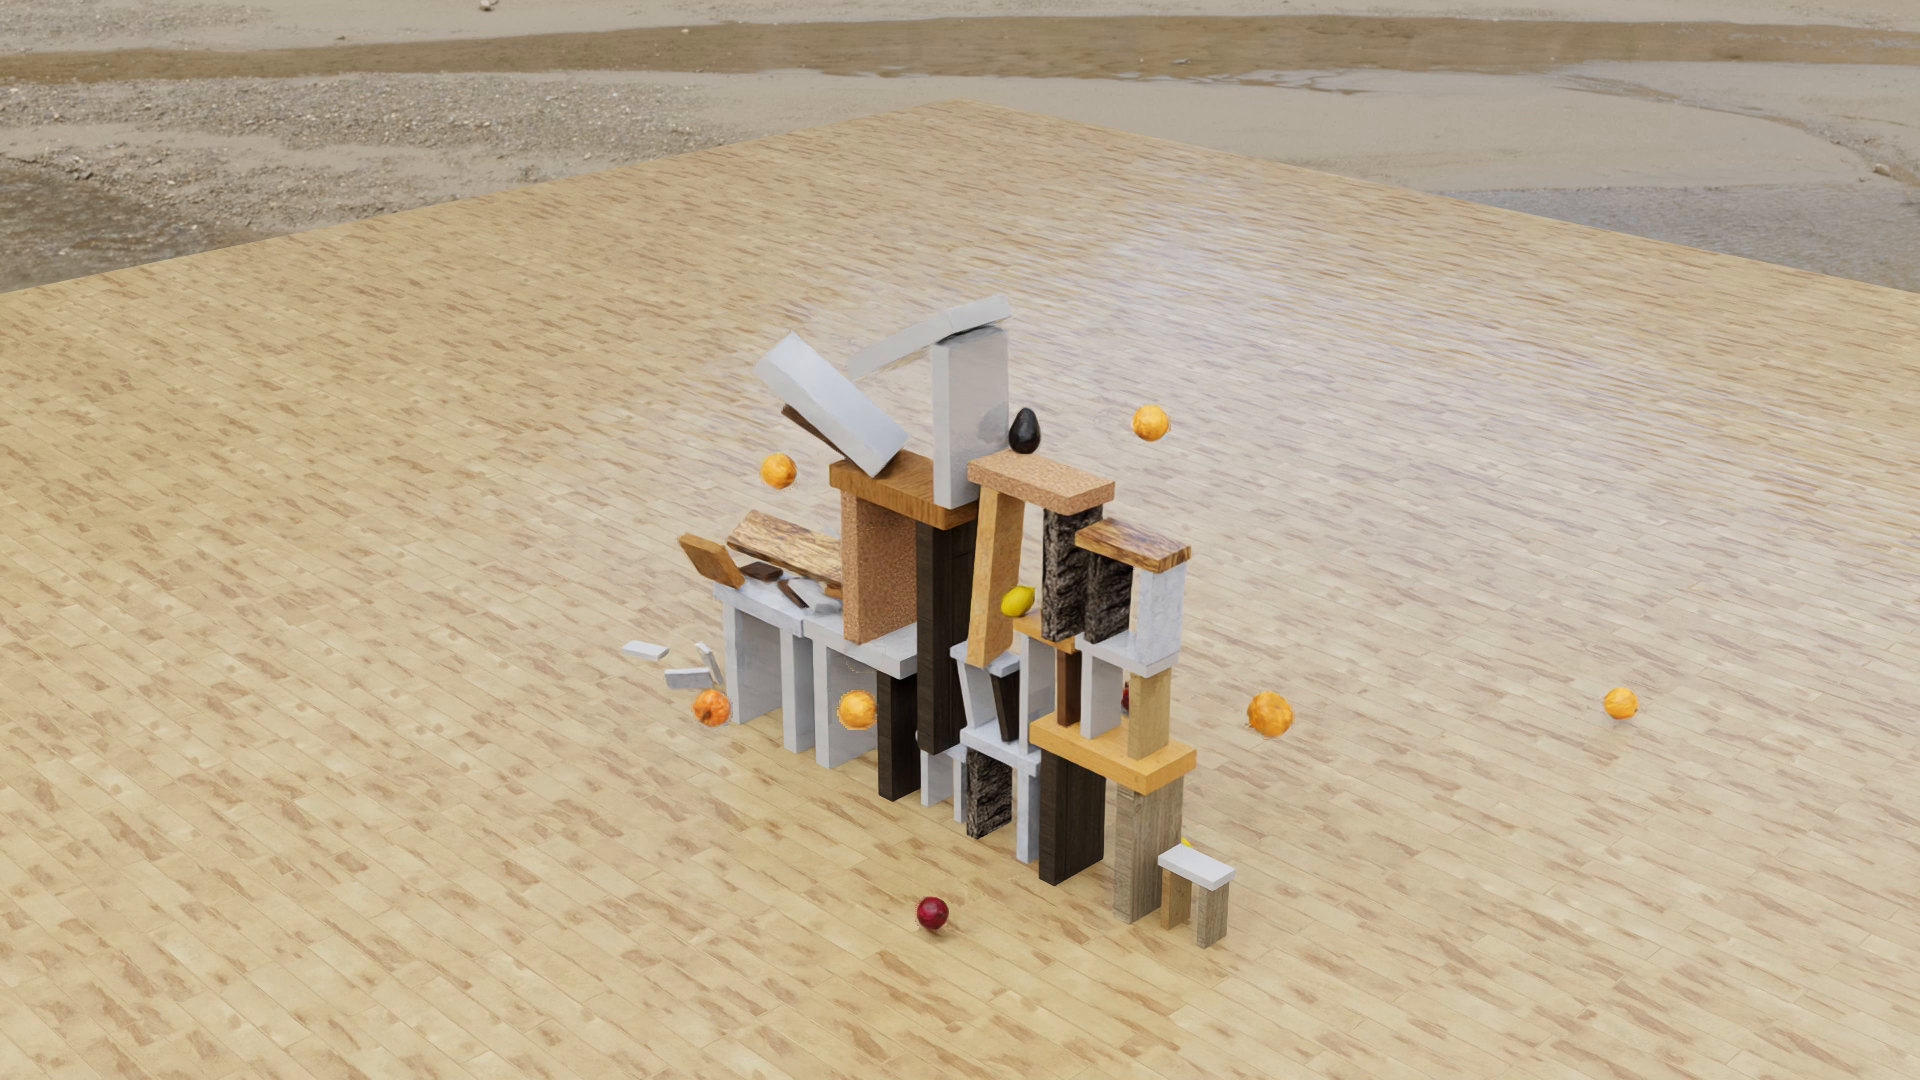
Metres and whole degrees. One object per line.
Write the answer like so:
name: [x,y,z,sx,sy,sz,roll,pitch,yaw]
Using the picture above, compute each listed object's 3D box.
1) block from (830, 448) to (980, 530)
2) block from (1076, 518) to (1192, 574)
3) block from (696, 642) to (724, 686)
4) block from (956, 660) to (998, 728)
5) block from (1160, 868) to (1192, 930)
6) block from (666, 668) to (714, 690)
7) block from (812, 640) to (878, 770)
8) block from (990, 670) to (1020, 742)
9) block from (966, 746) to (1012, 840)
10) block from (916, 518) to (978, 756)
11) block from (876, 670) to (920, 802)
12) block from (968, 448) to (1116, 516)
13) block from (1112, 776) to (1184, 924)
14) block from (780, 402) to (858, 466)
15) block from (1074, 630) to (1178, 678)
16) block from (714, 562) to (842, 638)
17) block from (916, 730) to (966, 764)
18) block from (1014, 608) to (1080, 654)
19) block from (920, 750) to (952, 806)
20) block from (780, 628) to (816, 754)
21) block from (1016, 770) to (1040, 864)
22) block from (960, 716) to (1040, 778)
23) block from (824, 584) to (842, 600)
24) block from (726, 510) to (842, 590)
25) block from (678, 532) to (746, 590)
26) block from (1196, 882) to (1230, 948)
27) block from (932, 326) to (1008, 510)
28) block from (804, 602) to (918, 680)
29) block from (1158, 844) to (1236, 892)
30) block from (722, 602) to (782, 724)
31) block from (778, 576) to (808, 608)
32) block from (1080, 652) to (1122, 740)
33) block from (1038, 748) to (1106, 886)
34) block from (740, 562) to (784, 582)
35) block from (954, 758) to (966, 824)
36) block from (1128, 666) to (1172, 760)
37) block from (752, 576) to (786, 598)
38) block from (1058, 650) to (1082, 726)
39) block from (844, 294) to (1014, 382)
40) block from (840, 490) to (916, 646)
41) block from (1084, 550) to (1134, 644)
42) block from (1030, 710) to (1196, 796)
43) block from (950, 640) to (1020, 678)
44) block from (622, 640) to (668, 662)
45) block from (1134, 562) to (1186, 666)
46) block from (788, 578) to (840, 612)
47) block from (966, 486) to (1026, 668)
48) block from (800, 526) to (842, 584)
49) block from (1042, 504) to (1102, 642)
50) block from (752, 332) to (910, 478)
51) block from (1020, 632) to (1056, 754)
block: [-0.086,-0.106,4.280,0.162,0.046,0.323,-21,31,-40]
block: [0.305,0.009,3.884,0.186,0.026,0.093,20,30,39]
block: [-0.566,0.279,4.973,0.014,0.099,0.050,-34,42,-21]
block: [0.034,0.291,4.314,0.019,0.136,0.068,2,17,44]
block: [0.400,0.651,4.062,0.018,0.129,0.064,21,31,41]
block: [-0.607,0.311,4.930,0.099,0.049,0.014,-3,41,7]
block: [-0.238,0.324,4.626,0.041,0.289,0.144,21,31,41]
block: [0.099,0.315,4.257,0.019,0.136,0.068,2,17,44]
block: [0.059,0.485,4.362,0.100,0.200,0.028,-21,31,-41]
block: [-0.011,0.171,4.313,0.162,0.491,0.046,-21,31,-40]
block: [-0.102,0.378,4.501,0.041,0.289,0.144,21,31,41]
block: [0.148,-0.109,4.041,0.126,0.036,0.252,-19,30,-42]
block: [0.350,0.557,4.082,0.040,0.285,0.143,21,31,41]
block: [-0.252,-0.223,4.343,0.192,0.027,0.096,34,28,2]
block: [0.301,0.198,3.983,0.087,0.025,0.174,-21,31,-40]
block: [-0.381,0.126,4.689,0.283,0.040,0.141,21,31,41]
block: [-0.014,0.404,4.418,0.071,0.020,0.142,-21,31,-41]
block: [0.180,0.169,4.107,0.076,0.022,0.152,-19,29,-40]
block: [-0.047,0.466,4.480,0.071,0.142,0.020,-21,31,-40]
block: [-0.313,0.301,4.690,0.040,0.283,0.141,21,31,41]
block: [0.156,0.521,4.278,0.028,0.200,0.100,21,31,40]
block: [0.107,0.398,4.275,0.200,0.028,0.100,21,31,40]
block: [-0.222,0.113,4.604,0.120,0.017,0.060,13,15,-2]
block: [-0.314,0.030,4.651,0.424,0.027,0.096,19,58,36]
block: [-0.531,0.044,4.697,0.027,0.096,0.192,-39,26,-19]
block: [0.461,0.675,4.006,0.018,0.129,0.064,21,31,41]
block: [0.020,-0.229,4.109,0.044,0.313,0.157,20,30,41]
block: [-0.170,0.199,4.499,0.289,0.041,0.144,21,31,41]
block: [0.431,0.595,4.005,0.129,0.018,0.064,21,31,41]
block: [-0.447,0.249,4.813,0.141,0.283,0.040,-21,31,-41]
block: [-0.340,0.110,4.635,0.049,0.014,0.097,-13,35,-33]
block: [0.262,0.273,4.060,0.025,0.174,0.087,21,31,41]
block: [0.216,0.505,4.205,0.040,0.285,0.143,21,31,40]
block: [-0.427,0.067,4.723,0.049,0.014,0.097,-19,20,-34]
block: [0.020,0.492,4.419,0.020,0.142,0.071,21,31,41]
block: [0.344,0.305,3.985,0.025,0.174,0.087,21,31,40]
block: [-0.394,0.095,4.693,0.097,0.014,0.049,20,30,39]
block: [0.216,0.265,4.104,0.076,0.152,0.022,-19,27,-40]
block: [-0.062,-0.380,4.133,0.157,0.044,0.313,-21,1,-42]
block: [-0.162,0.035,4.421,0.046,0.323,0.162,21,31,41]
block: [0.270,0.088,3.972,0.093,0.186,0.026,-21,34,-40]
block: [0.282,0.381,4.080,0.285,0.040,0.143,21,31,40]
block: [0.053,0.227,4.265,0.136,0.019,0.068,20,29,39]
block: [-0.736,0.258,5.135,0.099,0.014,0.049,11,25,24]
block: [0.355,0.122,3.892,0.093,0.186,0.026,-21,33,-40]
block: [-0.305,0.115,4.586,0.060,0.017,0.120,4,23,-37]
block: [0.071,0.052,4.180,0.036,0.368,0.126,15,25,24]
block: [-0.296,0.036,4.692,0.060,0.120,0.017,43,13,34]
block: [0.206,0.050,4.035,0.036,0.252,0.126,18,27,40]
block: [-0.249,-0.266,4.301,0.313,0.044,0.157,41,28,-2]
block: [0.148,0.282,4.190,0.022,0.250,0.076,20,29,41]
